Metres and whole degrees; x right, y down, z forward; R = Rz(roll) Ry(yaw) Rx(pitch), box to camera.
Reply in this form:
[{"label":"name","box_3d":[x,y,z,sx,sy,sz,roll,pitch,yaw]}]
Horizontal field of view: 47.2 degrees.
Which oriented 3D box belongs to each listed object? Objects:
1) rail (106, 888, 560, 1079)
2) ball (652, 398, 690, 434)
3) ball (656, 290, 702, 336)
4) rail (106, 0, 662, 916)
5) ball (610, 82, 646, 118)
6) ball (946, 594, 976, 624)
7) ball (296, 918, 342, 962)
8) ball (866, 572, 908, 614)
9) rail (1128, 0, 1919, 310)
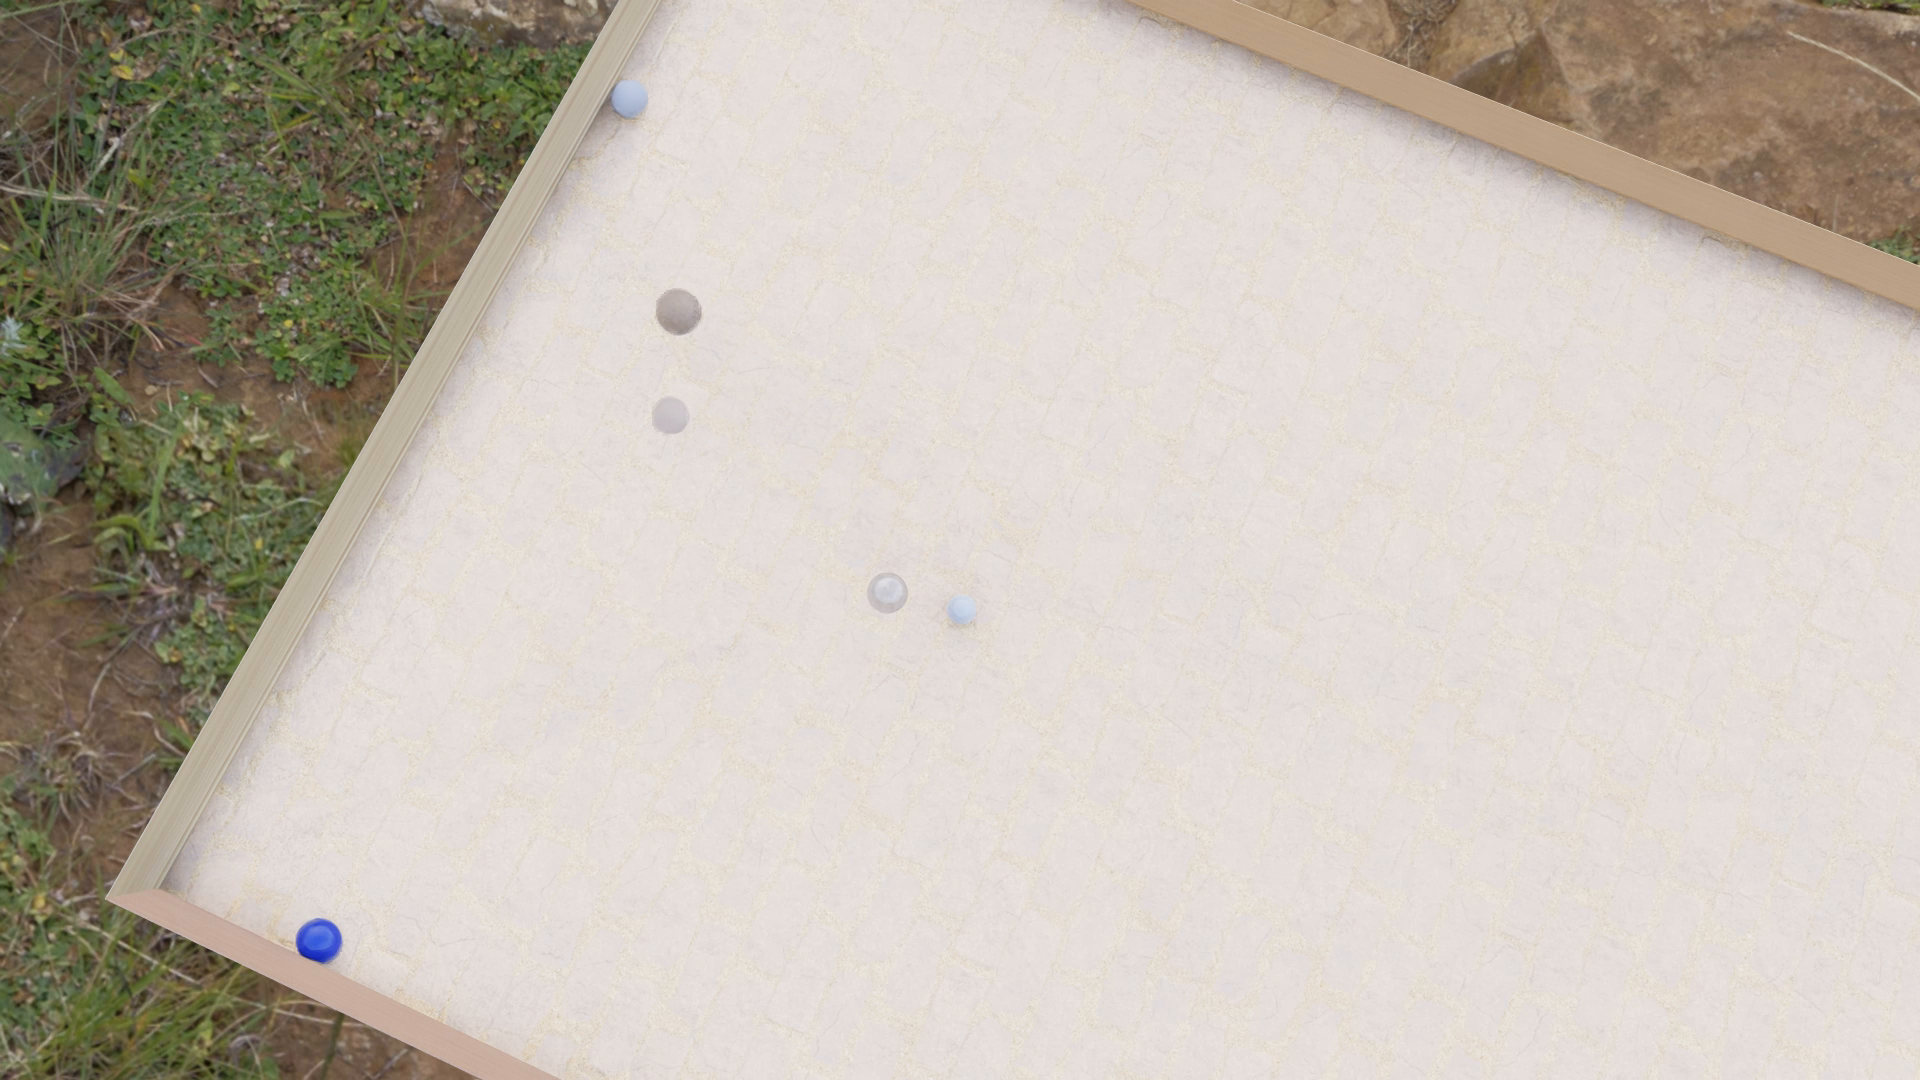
[{"label":"rail","box_3d":[0.401,1.209,2.993,3.567,0.094,0.045,23,73,7]},{"label":"ball","box_3d":[-0.456,-0.196,3.475,0.058,0.058,0.058,0,72,0]},{"label":"ball","box_3d":[-0.450,-0.364,3.522,0.072,0.072,0.072,0,72,0]},{"label":"rail","box_3d":[-0.791,-0.345,3.504,0.045,0.094,2.047,23,73,7]},{"label":"ball","box_3d":[-0.550,-0.731,3.650,0.060,0.060,0.060,0,72,0]},{"label":"ball","box_3d":[0.002,0.107,3.381,0.046,0.046,0.046,0,72,0]},{"label":"ball","box_3d":[-0.937,0.585,3.214,0.065,0.065,0.065,0,72,0]},{"label":"ball","box_3d":[-0.111,0.081,3.380,0.064,0.064,0.064,0,72,0]},{"label":"rail","box_3d":[1.224,-0.523,3.562,3.567,0.094,0.045,23,73,7]}]
